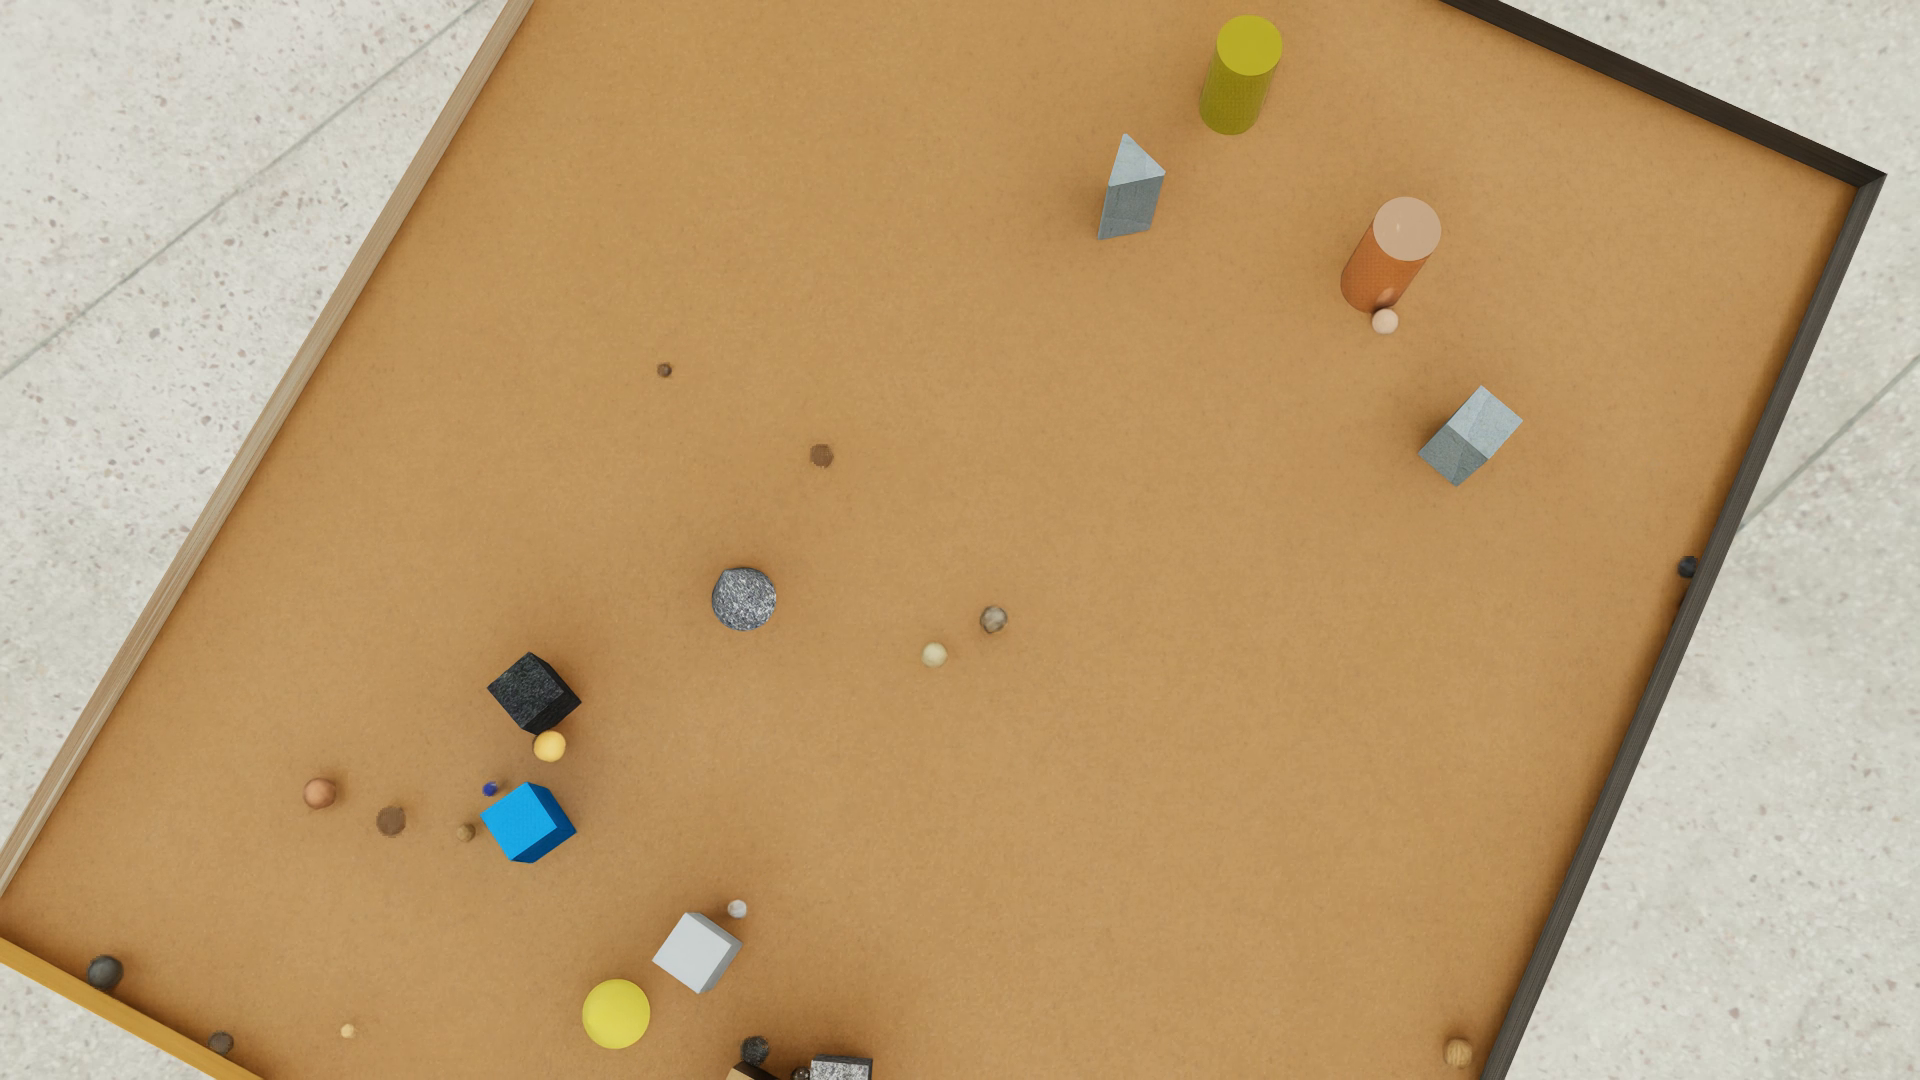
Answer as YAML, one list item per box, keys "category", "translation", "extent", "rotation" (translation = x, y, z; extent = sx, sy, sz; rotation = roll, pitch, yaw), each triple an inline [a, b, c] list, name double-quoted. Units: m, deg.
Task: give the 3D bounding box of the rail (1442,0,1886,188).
- category: "rail"
  translation: [1.034, -2.018, 5.968]
  extent: [4.146, 0.129, 0.045]
  rotation: [26, 80, 5]

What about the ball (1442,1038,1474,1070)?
- category: "ball"
  translation: [1.432, 1.477, 5.267]
  extent: [0.085, 0.085, 0.085]
  rotation: [0, 78, 0]

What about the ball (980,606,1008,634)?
- category: "ball"
  translation: [0.102, 0.242, 5.524]
  extent: [0.083, 0.083, 0.083]
  rotation: [0, 78, 0]

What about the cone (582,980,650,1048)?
- category: "cone"
  translation: [-1.000, 1.335, 5.122]
  extent: [0.198, 0.428, 0.198]
  rotation: [0, 78, 0]

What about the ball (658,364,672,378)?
- category: "ball"
  translation: [-0.921, -0.527, 5.703]
  extent: [0.044, 0.044, 0.044]
  rotation: [0, 78, 0]

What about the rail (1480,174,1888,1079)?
- category: "rail"
  translation: [1.833, 0.904, 5.363]
  extent: [0.045, 0.129, 4.670]
  rotation: [26, 80, 5]

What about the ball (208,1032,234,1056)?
- category: "ball"
  translation: [-2.130, 1.452, 5.282]
  extent: [0.068, 0.068, 0.068]
  rotation: [0, 78, 0]

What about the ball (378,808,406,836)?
- category: "ball"
  translation: [-1.675, 0.830, 5.404]
  extent: [0.079, 0.079, 0.079]
  rotation: [0, 78, 0]

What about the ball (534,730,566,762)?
- category: "ball"
  translation: [-1.218, 0.612, 5.443]
  extent: [0.093, 0.093, 0.093]
  rotation: [0, 78, 0]

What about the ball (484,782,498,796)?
- category: "ball"
  translation: [-1.393, 0.737, 5.443]
  extent: [0.041, 0.041, 0.041]
  rotation: [0, 78, 0]

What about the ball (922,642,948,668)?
- category: "ball"
  translation: [-0.077, 0.346, 5.504]
  extent: [0.079, 0.079, 0.079]
  rotation: [0, 78, 0]

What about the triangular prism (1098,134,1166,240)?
- category: "triangular prism"
  translation: [0.504, -1.087, 5.618]
  extent: [0.171, 0.438, 0.148]
  rotation: [-13, 79, -3]

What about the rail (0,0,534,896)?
- category: "rail"
  translation: [-1.833, -0.891, 5.734]
  extent: [0.045, 0.129, 4.670]
  rotation: [26, 80, 5]

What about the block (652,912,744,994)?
- category: "block"
  translation: [-0.743, 1.174, 5.222]
  extent: [0.158, 0.297, 0.158]
  rotation: [34, 80, 7]

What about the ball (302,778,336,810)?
- category: "ball"
  translation: [-1.892, 0.749, 5.414]
  extent: [0.094, 0.094, 0.094]
  rotation: [0, 78, 0]

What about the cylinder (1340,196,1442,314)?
- category: "cylinder"
  translation: [1.299, -0.856, 5.552]
  extent: [0.198, 0.473, 0.198]
  rotation: [0, 78, 0]

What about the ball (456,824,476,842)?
- category: "ball"
  translation: [-1.458, 0.864, 5.410]
  extent: [0.054, 0.054, 0.054]
  rotation: [0, 78, 0]

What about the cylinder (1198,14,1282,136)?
- category: "cylinder"
  translation: [0.868, -1.440, 5.698]
  extent: [0.198, 0.425, 0.198]
  rotation: [0, 78, 0]

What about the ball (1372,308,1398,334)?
- category: "ball"
  translation: [1.326, -0.681, 5.716]
  extent: [0.082, 0.082, 0.082]
  rotation: [0, 78, 0]

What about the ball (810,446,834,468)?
- category: "ball"
  translation: [-0.424, -0.256, 5.634]
  extent: [0.069, 0.069, 0.069]
  rotation: [0, 78, 0]

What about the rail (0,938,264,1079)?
- category: "rail"
  translation: [-1.034, 2.031, 5.129]
  extent: [4.146, 0.129, 0.045]
  rotation: [26, 80, 5]

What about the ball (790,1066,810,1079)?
- category: "ball"
  translation: [-0.452, 1.550, 5.258]
  extent: [0.074, 0.074, 0.074]
  rotation: [0, 78, 0]

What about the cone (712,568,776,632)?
- category: "cone"
  translation: [-0.658, 0.131, 5.344]
  extent: [0.198, 0.481, 0.198]
  rotation: [0, 78, 0]

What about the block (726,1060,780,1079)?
- category: "block"
  translation: [-0.591, 1.579, 5.140]
  extent: [0.158, 0.293, 0.158]
  rotation: [27, 80, 5]

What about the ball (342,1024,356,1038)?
- category: "ball"
  translation: [-1.767, 1.421, 5.301]
  extent: [0.042, 0.042, 0.042]
  rotation: [0, 78, 0]

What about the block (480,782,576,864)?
- category: "block"
  translation: [-1.246, 0.821, 5.304]
  extent: [0.158, 0.279, 0.158]
  rotation: [-35, 80, -7]

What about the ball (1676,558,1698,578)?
- category: "ball"
  translation: [2.211, 0.086, 5.567]
  extent: [0.062, 0.062, 0.062]
  rotation: [0, 78, 0]

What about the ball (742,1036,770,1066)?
- category: "ball"
  translation: [-0.589, 1.471, 5.272]
  extent: [0.079, 0.079, 0.079]
  rotation: [0, 78, 0]

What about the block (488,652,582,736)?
- category: "block"
  translation: [-1.248, 0.457, 5.388]
  extent: [0.158, 0.262, 0.158]
  rotation: [-41, 81, -8]

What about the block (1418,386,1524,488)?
- category: "block"
  translation: [1.527, -0.307, 5.500]
  extent: [0.158, 0.353, 0.158]
  rotation: [42, 81, 8]

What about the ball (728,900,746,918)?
- category: "ball"
  translation: [-0.653, 1.081, 5.366]
  extent: [0.053, 0.053, 0.053]
  rotation: [0, 78, 0]

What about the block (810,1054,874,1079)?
- category: "block"
  translation: [-0.337, 1.545, 5.161]
  extent: [0.158, 0.265, 0.158]
  rotation: [5, 78, 1]

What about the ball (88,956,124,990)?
- category: "ball"
  translation: [-2.475, 1.254, 5.308]
  extent: [0.096, 0.096, 0.096]
  rotation: [0, 78, 0]
